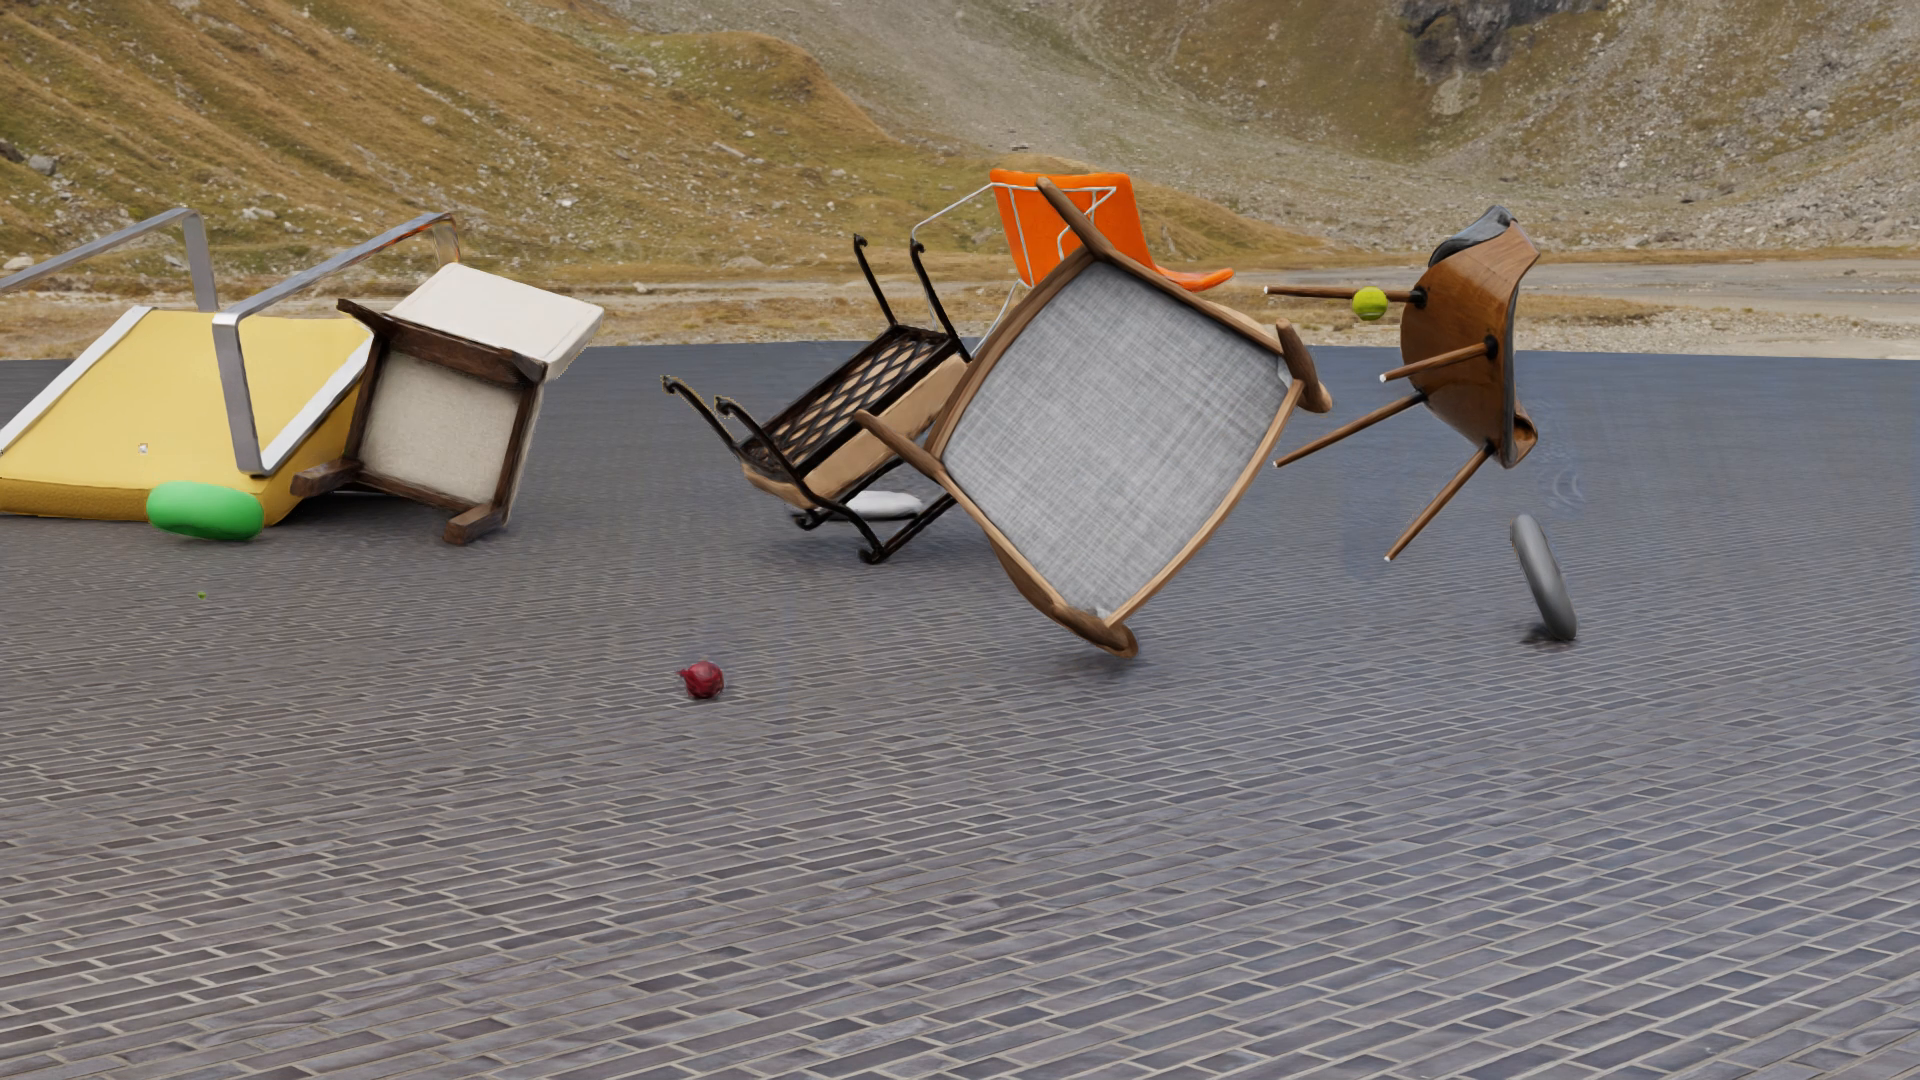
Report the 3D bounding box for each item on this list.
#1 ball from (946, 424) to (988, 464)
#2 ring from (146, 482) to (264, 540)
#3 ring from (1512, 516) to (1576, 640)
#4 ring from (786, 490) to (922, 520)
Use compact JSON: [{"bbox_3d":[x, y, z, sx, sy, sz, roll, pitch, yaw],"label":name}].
[{"bbox_3d":[0.024,-0.339,9.013,0.143,0.143,0.143,0,6,0],"label":"ball"},{"bbox_3d":[-1.863,-0.071,6.335,0.282,0.109,0.220,10,-13,-23],"label":"ring"},{"bbox_3d":[1.079,0.068,4.743,0.054,0.226,0.346,-22,18,13],"label":"ring"},{"bbox_3d":[-0.293,-0.097,7.065,0.378,0.059,0.373,-6,8,-45],"label":"ring"}]
